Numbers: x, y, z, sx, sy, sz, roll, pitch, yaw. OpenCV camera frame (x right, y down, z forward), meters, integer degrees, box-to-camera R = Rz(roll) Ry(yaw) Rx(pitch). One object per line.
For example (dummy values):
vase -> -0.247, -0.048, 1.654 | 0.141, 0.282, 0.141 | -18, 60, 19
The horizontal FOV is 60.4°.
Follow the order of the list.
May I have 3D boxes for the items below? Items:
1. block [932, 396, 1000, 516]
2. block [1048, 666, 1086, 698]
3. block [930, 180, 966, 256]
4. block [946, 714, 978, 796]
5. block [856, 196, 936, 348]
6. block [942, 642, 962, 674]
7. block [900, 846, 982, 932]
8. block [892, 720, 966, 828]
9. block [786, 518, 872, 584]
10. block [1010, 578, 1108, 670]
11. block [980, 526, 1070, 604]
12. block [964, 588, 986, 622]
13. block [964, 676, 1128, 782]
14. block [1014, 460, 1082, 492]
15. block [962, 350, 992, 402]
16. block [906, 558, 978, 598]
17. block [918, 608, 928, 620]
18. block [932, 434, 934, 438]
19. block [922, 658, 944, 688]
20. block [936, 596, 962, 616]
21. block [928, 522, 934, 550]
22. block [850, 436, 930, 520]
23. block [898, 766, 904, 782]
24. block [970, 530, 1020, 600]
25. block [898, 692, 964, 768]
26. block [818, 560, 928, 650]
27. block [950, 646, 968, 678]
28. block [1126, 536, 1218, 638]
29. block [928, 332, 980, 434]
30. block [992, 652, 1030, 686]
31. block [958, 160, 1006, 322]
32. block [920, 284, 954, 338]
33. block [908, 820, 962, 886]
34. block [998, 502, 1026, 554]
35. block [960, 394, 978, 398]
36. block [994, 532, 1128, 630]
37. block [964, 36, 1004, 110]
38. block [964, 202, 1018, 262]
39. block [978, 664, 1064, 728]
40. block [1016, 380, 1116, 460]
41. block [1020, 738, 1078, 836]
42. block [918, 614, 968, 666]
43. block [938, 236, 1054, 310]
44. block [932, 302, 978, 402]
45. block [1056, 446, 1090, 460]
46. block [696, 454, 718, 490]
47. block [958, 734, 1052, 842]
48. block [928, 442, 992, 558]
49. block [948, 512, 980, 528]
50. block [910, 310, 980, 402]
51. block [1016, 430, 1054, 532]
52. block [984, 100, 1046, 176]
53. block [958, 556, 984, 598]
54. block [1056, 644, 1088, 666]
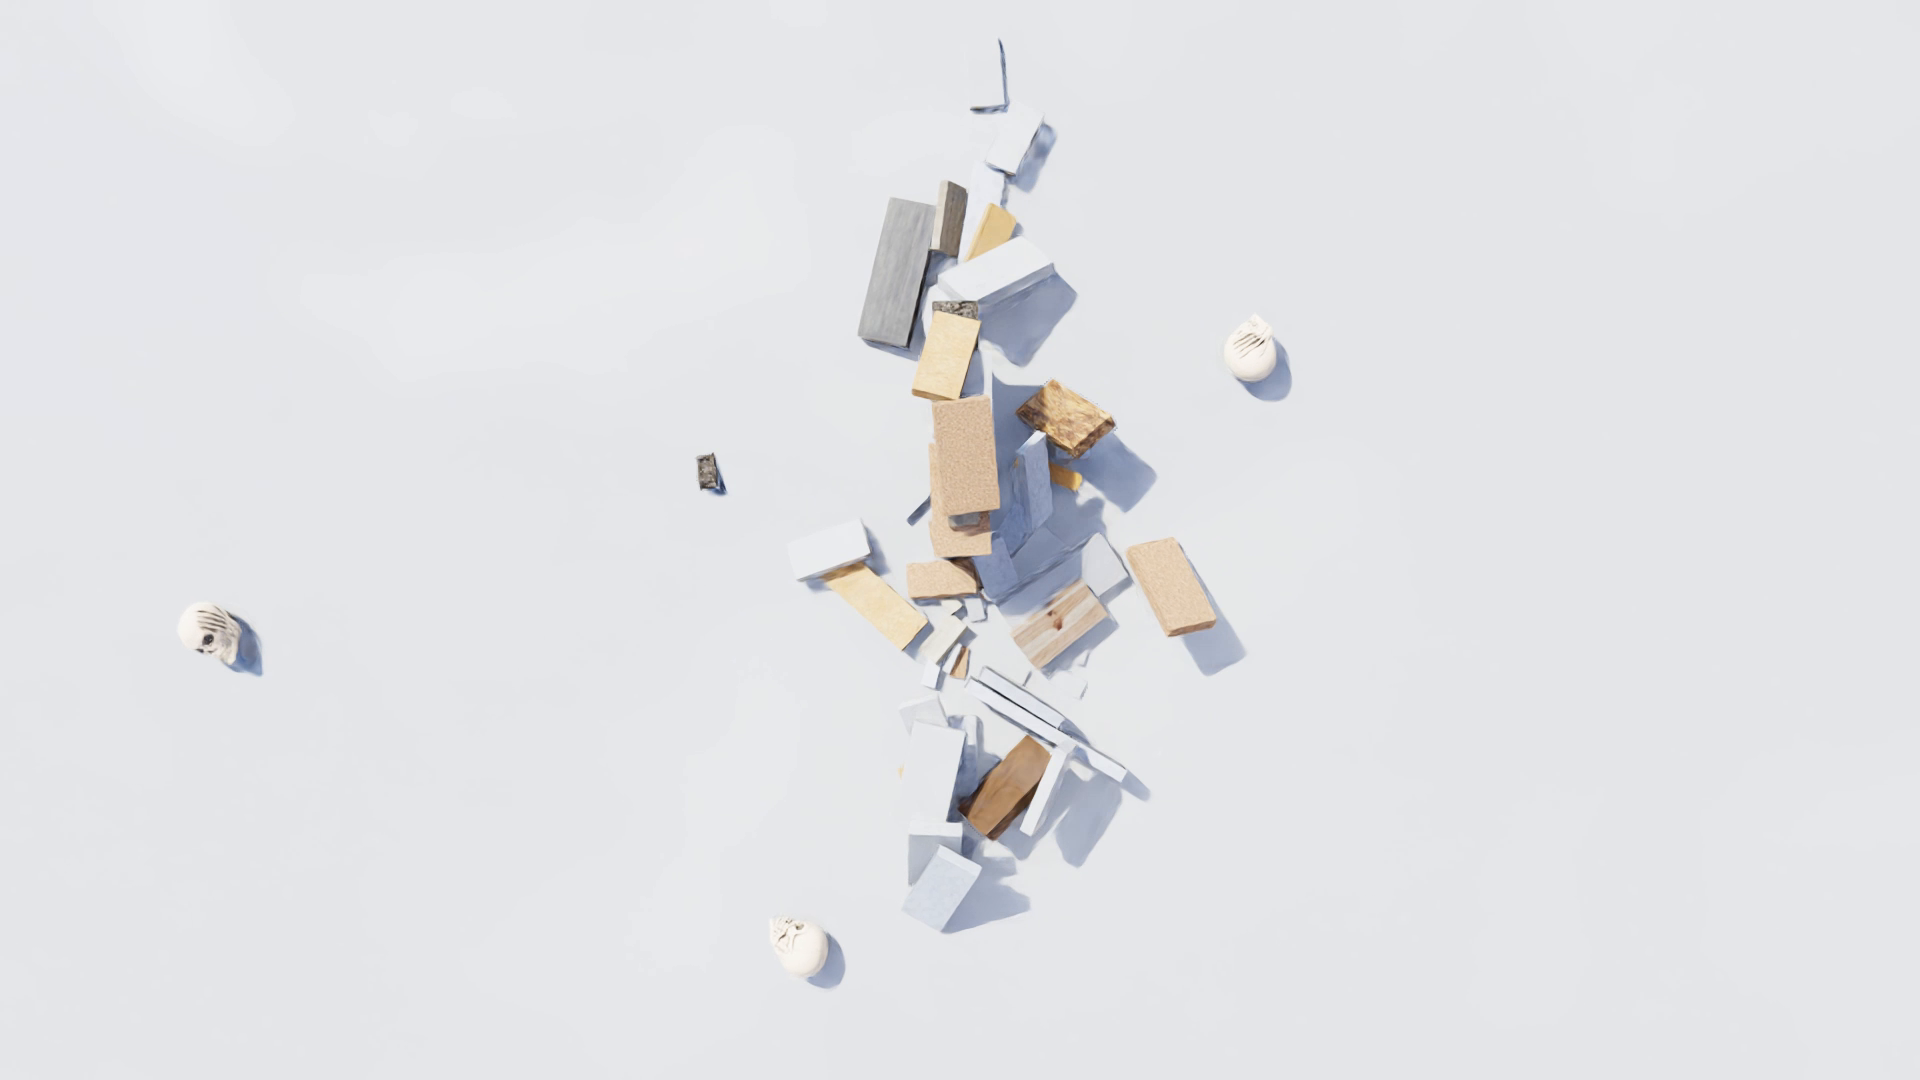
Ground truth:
block -> 0.018, -0.253, 4.960 | 0.172, 0.049, 0.344 | -8, 109, -8
block -> 0.357, 0.475, 5.492 | 0.115, 0.016, 0.058 | 29, 90, 0
block -> -0.037, -1.060, 5.443 | 0.032, 0.114, 0.228 | 8, 90, 33
block -> -0.009, 0.716, 5.481 | 0.132, 0.037, 0.265 | -1, 90, 0
block -> -0.200, -0.885, 5.458 | 0.172, 0.049, 0.472 | 13, 90, 12
block -> -0.033, 0.386, 5.479 | 0.052, 0.015, 0.104 | 25, 95, 24
block -> -0.064, 1.136, 5.363 | 0.149, 0.042, 0.359 | 28, 133, 0
block -> -0.100, 0.766, 5.330 | 0.169, 0.048, 0.338 | 12, 92, 2
block -> -0.432, 0.035, 5.445 | 0.262, 0.037, 0.131 | -20, 68, 5
block -> 0.324, 0.277, 5.419 | 0.298, 0.042, 0.149 | -38, 109, -1
block -> 0.221, 0.105, 5.458 | 0.151, 0.043, 0.302 | 40, 90, -17
block -> 0.047, 0.215, 5.473 | 0.051, 0.015, 0.103 | -15, 101, 2
block -> 0.279, 0.618, 5.425 | 0.588, 0.151, 0.043 | 30, 90, 0
block -> 0.295, -0.231, 5.492 | 0.225, 0.016, 0.058 | 23, 90, 0
block -> 0.026, -0.436, 5.075 | 0.144, 0.041, 0.289 | 0, 89, 0
block -> -0.062, 0.128, 5.459 | 0.228, 0.032, 0.114 | -5, 81, 8
block -> -0.161, 0.273, 5.493 | 0.103, 0.015, 0.051 | -28, 90, 0
block -> -0.015, -0.383, 5.340 | 0.158, 0.316, 0.045 | -2, 82, 0
block -> -0.090, 0.436, 5.482 | 0.052, 0.015, 0.104 | 15, 90, 25
block -> -0.041, 0.196, 5.479 | 0.051, 0.015, 0.103 | -39, 74, 0
block -> -0.006, -0.020, 5.321 | 0.177, 0.355, 0.050 | -6, 83, 0
block -> -0.228, -0.203, 5.481 | 0.262, 0.037, 0.131 | 45, 90, 0
block -> -0.122, 0.875, 5.427 | 0.037, 0.132, 0.265 | -16, 97, -42
block -> 0.109, 0.081, 5.330 | 0.114, 0.032, 0.228 | -27, 134, -6
block -> -0.092, 0.640, 5.397 | 0.132, 0.037, 0.265 | -18, 109, 9
block -> -0.291, 0.192, 5.468 | 0.380, 0.037, 0.131 | 42, 90, 4
block -> -0.003, 0.407, 5.493 | 0.052, 0.015, 0.103 | 8, 90, 0
block -> 0.685, 0.151, 5.365 | 0.169, 0.048, 0.338 | -12, 57, -19
block -> -0.020, -0.490, 5.160 | 0.158, 0.045, 0.316 | 1, 89, 0
block -> 0.169, 0.430, 5.492 | 0.115, 0.016, 0.058 | 31, 90, 0
block -> 0.055, -0.967, 5.485 | 0.108, 0.030, 0.576 | 9, 90, 0
block -> -0.068, -0.733, 5.450 | 0.108, 0.030, 0.215 | -13, 80, 21
block -> -0.082, 1.024, 5.356 | 0.169, 0.338, 0.048 | 2, 50, 0
block -> 0.176, -0.035, 5.488 | 0.082, 0.023, 0.164 | 33, 90, 0
block -> -0.008, -0.349, 5.001 | 0.096, 0.027, 0.193 | 7, 92, 0
block -> 0.334, 0.164, 5.441 | 0.419, 0.048, 0.169 | -35, 108, -3
block -> 0.080, -1.554, 5.484 | 0.114, 0.032, 0.228 | -5, 90, 0
block -> 0.100, -0.991, 5.446 | 0.108, 0.030, 0.215 | 25, 83, -25
block -> 0.199, 0.513, 5.422 | 0.302, 0.151, 0.043 | 32, 90, -1
block -> 0.339, -0.394, 5.344 | 0.169, 0.338, 0.048 | -41, 130, -8
block -> 0.286, 0.790, 5.283 | 0.042, 0.149, 0.298 | 25, 102, 14
block -> -0.055, 0.326, 5.471 | 0.082, 0.023, 0.164 | 40, 90, 26
block -> 0.117, -0.861, 5.350 | 0.344, 0.049, 0.172 | -30, 55, -24
block -> -0.015, -0.571, 5.118 | 0.144, 0.041, 0.333 | 0, 89, 0
block -> 0.376, -0.300, 5.492 | 0.115, 0.016, 0.058 | 2, 90, 0
block -> -0.840, -0.227, 5.476 | 0.058, 0.016, 0.115 | -8, 73, 0
block -> 0.165, 0.812, 5.404 | 0.338, 0.169, 0.048 | -46, 133, -6
block -> -0.001, -0.127, 5.116 | 0.177, 0.050, 0.355 | -3, 89, 0
block -> 0.001, -0.139, 5.044 | 0.096, 0.027, 0.193 | -7, 110, 1
block -> -0.042, -0.553, 5.012 | 0.144, 0.041, 0.289 | 14, 64, 3
block -> 0.241, -0.183, 5.273 | 0.032, 0.352, 0.114 | 25, 55, 28
block -> 0.181, -1.326, 5.442 | 0.114, 0.032, 0.228 | 26, 87, 11
block -> 0.039, 0.112, 5.488 | 0.082, 0.023, 0.164 | -2, 90, 0
block -> 0.363, 0.373, 5.492 | 0.115, 0.016, 0.058 | 17, 90, 0
